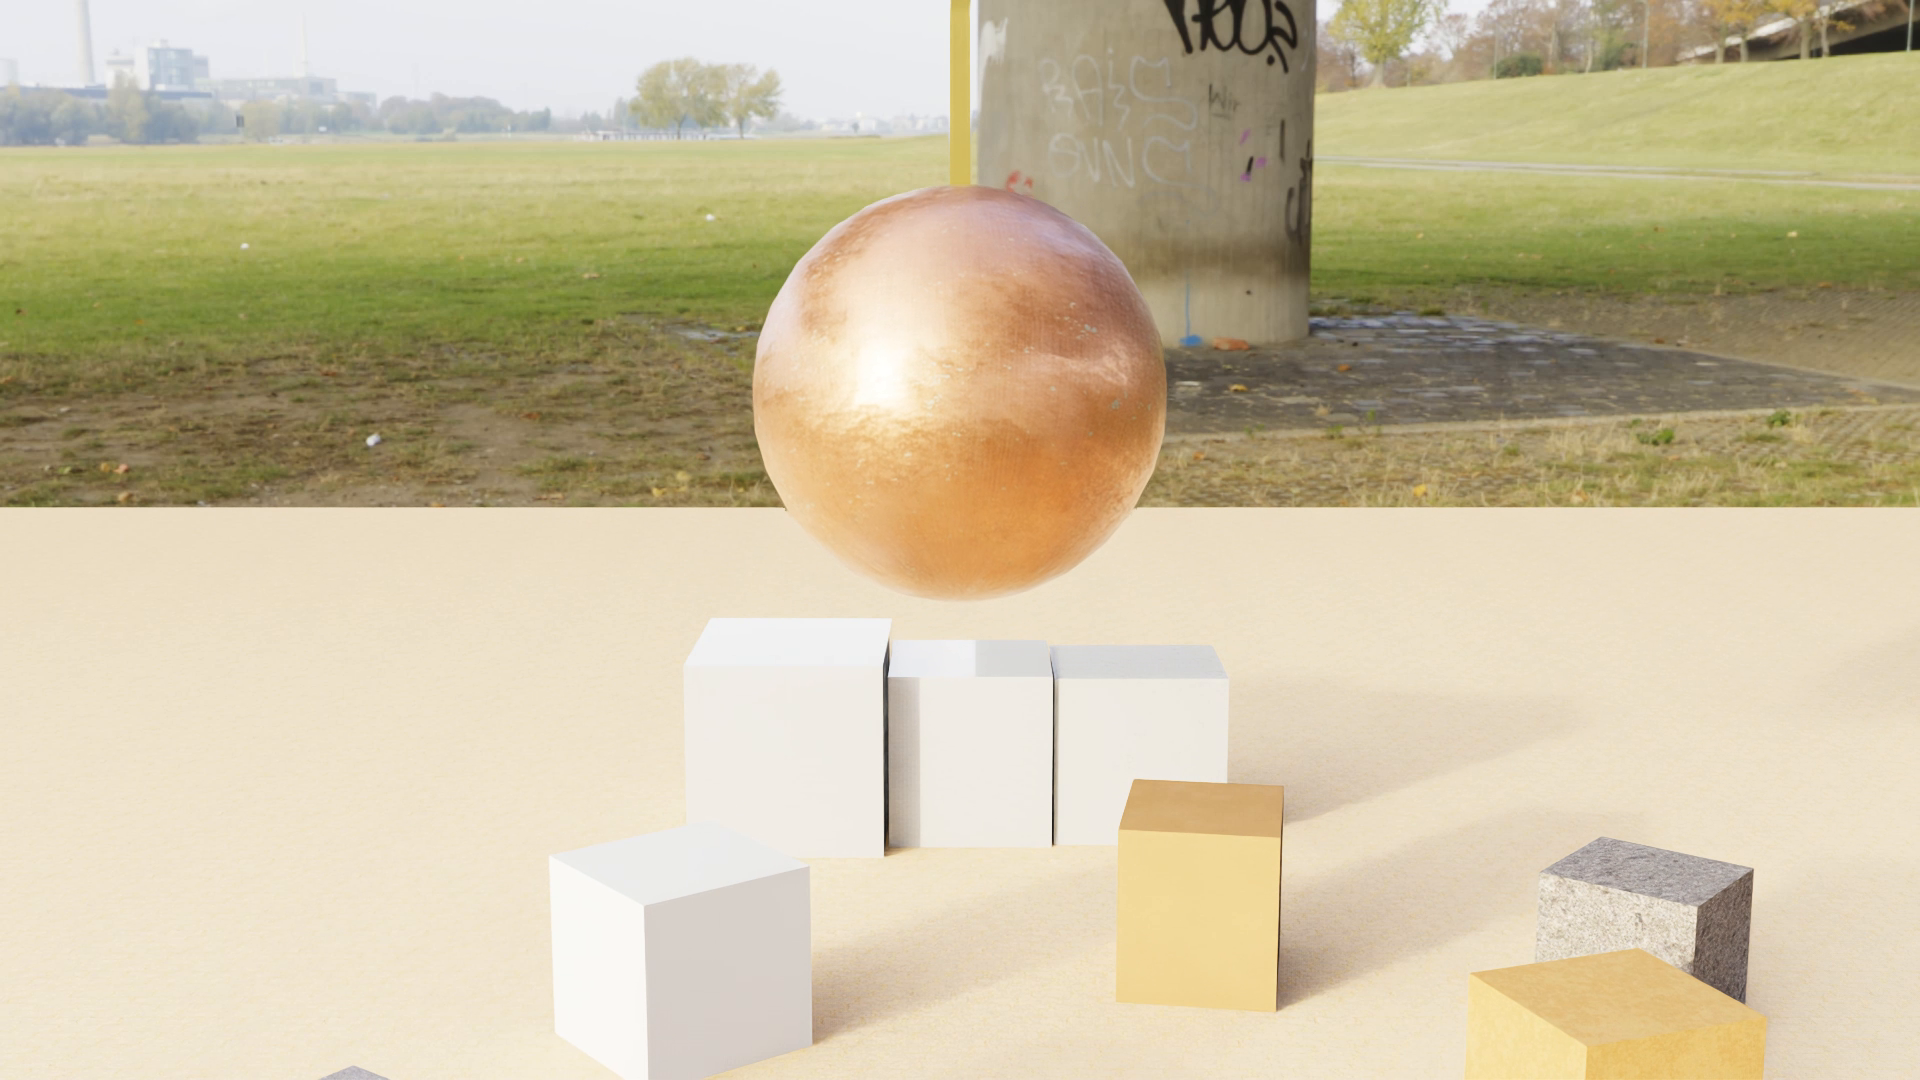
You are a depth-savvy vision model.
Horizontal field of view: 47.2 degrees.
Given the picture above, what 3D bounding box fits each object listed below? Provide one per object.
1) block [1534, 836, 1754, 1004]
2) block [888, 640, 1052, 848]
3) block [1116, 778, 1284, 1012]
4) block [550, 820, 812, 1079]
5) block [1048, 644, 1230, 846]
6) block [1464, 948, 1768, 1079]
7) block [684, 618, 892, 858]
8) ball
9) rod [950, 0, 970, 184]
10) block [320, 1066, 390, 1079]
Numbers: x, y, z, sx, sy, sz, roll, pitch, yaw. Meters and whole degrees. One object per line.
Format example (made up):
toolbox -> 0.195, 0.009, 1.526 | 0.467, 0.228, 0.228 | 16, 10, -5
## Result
block -> 2.766, 1.628, 8.908 | 0.647, 0.609, 0.600 | 8, 13, 39
block -> 0.052, 1.039, 11.393 | 0.817, 0.880, 0.824 | 0, 10, 0
block -> 1.025, 1.487, 9.310 | 0.654, 0.743, 0.734 | 2, 10, 9
block -> -1.097, 1.612, 8.635 | 0.736, 0.739, 0.736 | -8, 13, -37
block -> 0.906, 1.048, 11.387 | 0.869, 0.863, 0.746 | 0, 10, 0
block -> 2.209, 1.860, 7.482 | 0.704, 0.663, 0.671 | -4, 11, -20
block -> -0.858, 0.997, 11.358 | 0.974, 0.975, 1.087 | 0, 10, 1
ball -> 0.000, -0.561, 8.471 | 1.600, 1.600, 1.600 | 0, 10, 0
rod -> 0.000, -3.845, 9.351 | 0.080, 5.200, 0.080 | 0, -15, 0
block -> -1.702, 2.060, 6.144 | 0.909, 0.748, 0.777 | 8, 13, 36
